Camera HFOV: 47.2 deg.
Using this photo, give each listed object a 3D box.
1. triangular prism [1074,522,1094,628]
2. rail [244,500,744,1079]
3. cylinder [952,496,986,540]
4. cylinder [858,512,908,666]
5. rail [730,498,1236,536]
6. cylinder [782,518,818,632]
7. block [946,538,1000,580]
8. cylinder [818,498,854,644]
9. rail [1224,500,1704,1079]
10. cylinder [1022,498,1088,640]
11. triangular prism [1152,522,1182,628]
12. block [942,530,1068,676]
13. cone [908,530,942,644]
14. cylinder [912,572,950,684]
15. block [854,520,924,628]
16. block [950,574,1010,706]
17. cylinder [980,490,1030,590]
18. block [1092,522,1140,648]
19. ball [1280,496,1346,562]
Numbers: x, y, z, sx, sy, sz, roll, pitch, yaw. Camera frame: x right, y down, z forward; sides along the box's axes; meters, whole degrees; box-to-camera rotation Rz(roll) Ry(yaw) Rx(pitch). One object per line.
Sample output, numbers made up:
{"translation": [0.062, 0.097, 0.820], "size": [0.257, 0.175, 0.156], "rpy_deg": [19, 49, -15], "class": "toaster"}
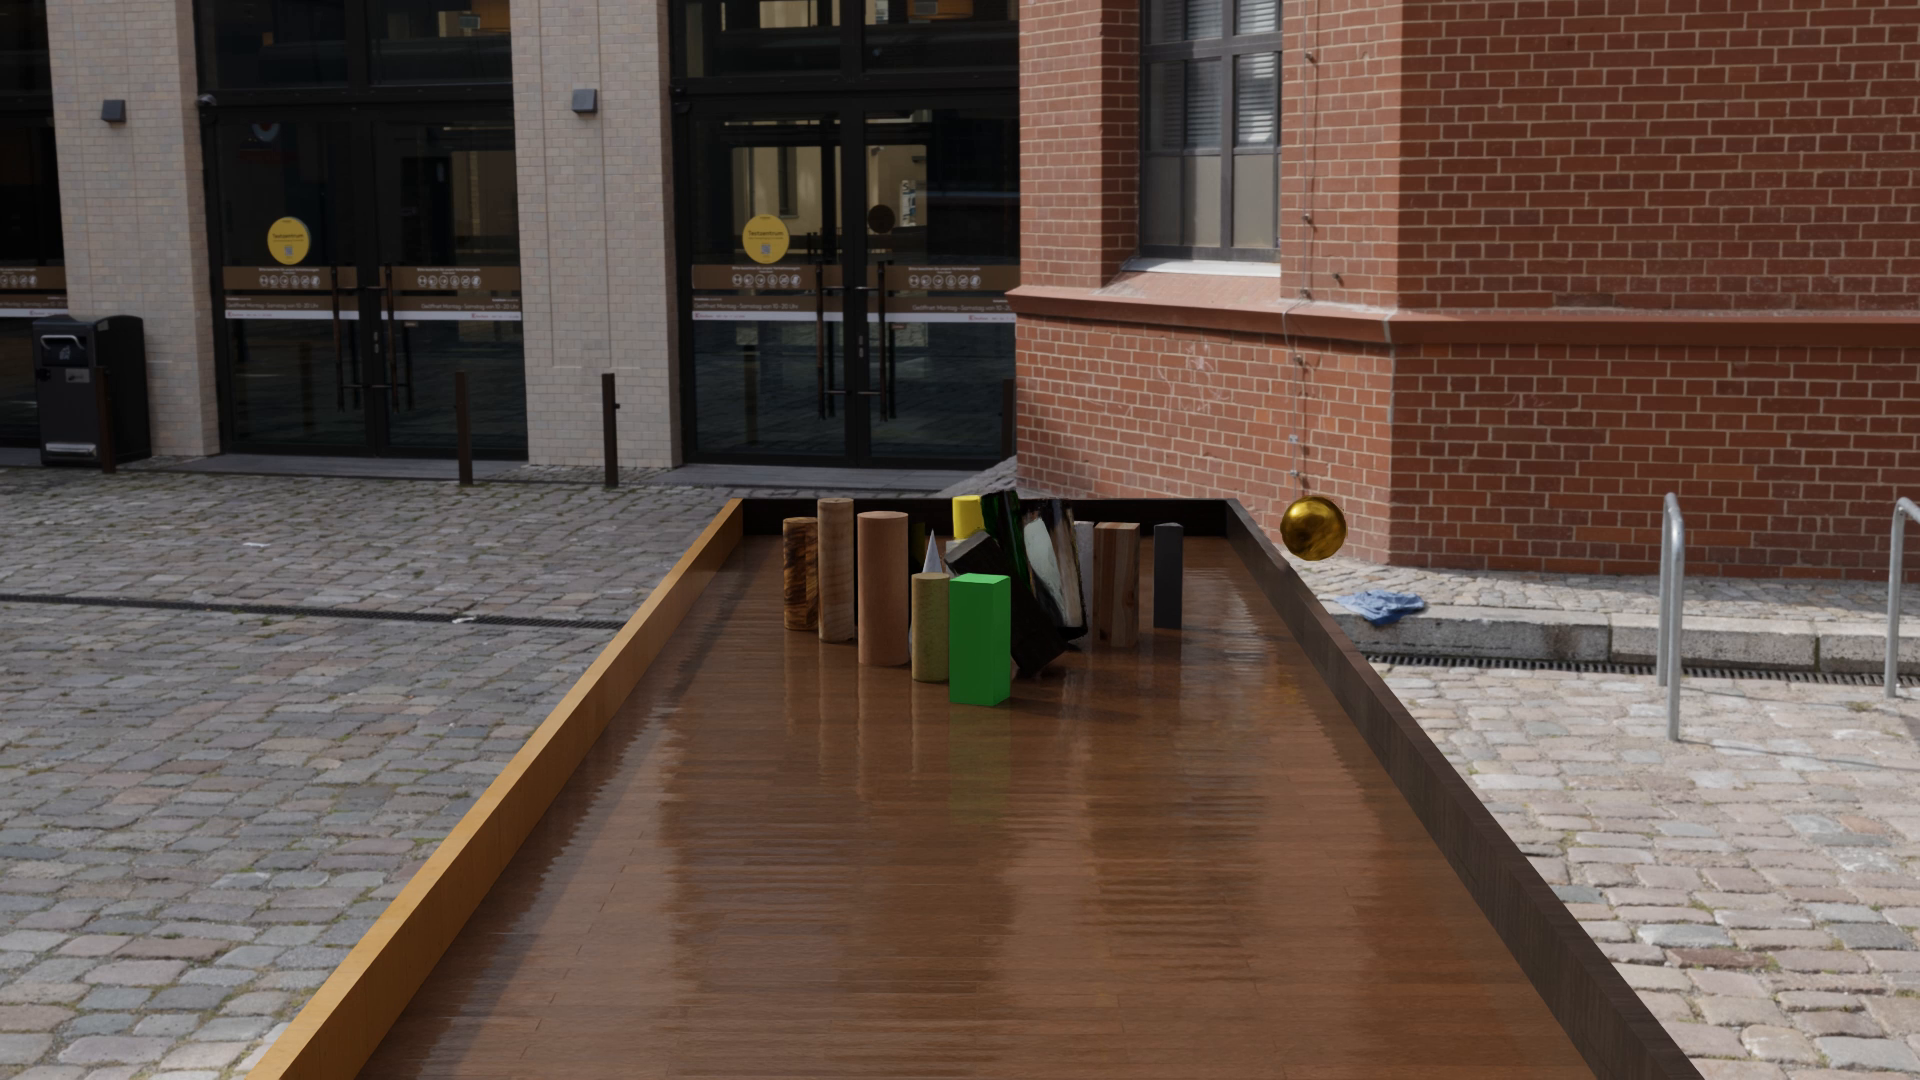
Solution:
{"translation": [0.341, 0.112, 7.191], "size": [0.144, 0.343, 0.124], "rpy_deg": [-4, 7, -41], "class": "triangular prism"}
{"translation": [-1.004, 0.839, 3.234], "size": [0.050, 0.150, 12.000], "rpy_deg": [0, 9, 1], "class": "rail"}
{"translation": [0.049, 0.072, 7.188], "size": [0.134, 0.421, 0.134], "rpy_deg": [-2, 7, 0], "class": "cylinder"}
{"translation": [-0.233, 0.146, 6.658], "size": [0.153, 0.449, 0.153], "rpy_deg": [0, 9, 0], "class": "cylinder"}
{"translation": [0.099, -0.098, 9.147], "size": [2.100, 0.150, 0.050], "rpy_deg": [0, 9, 1], "class": "rail"}
{"translation": [-0.509, 0.111, 7.175], "size": [0.132, 0.356, 0.132], "rpy_deg": [0, 9, 0], "class": "cylinder"}
{"translation": [0.044, 0.181, 6.680], "size": [0.114, 0.362, 0.114], "rpy_deg": [-6, 7, -39], "class": "block"}
{"translation": [-0.392, 0.097, 6.961], "size": [0.114, 0.450, 0.114], "rpy_deg": [0, 9, 0], "class": "cylinder"}
{"translation": [1.046, 0.843, 3.208], "size": [0.050, 0.150, 12.000], "rpy_deg": [0, 9, 1], "class": "rail"}
{"translation": [0.298, 0.096, 6.966], "size": [0.164, 0.422, 0.164], "rpy_deg": [-6, -18, -2], "class": "cylinder"}
{"translation": [0.689, 0.115, 7.204], "size": [0.094, 0.338, 0.082], "rpy_deg": [3, 9, 16], "class": "triangular prism"}
{"translation": [0.134, 0.184, 6.484], "size": [0.143, 0.415, 0.143], "rpy_deg": [-36, 12, -5], "class": "block"}
{"translation": [-0.087, 0.141, 6.965], "size": [0.164, 0.361, 0.164], "rpy_deg": [0, 9, 0], "class": "cone"}
{"translation": [-0.085, 0.255, 6.418], "size": [0.113, 0.307, 0.113], "rpy_deg": [0, 9, 0], "class": "cylinder"}
{"translation": [-0.240, 0.110, 7.216], "size": [0.178, 0.343, 0.178], "rpy_deg": [-8, 12, -40], "class": "block"}
{"translation": [0.056, 0.277, 6.158], "size": [0.132, 0.345, 0.132], "rpy_deg": [4, 10, 22], "class": "block"}
{"translation": [0.165, 0.075, 7.038], "size": [0.121, 0.454, 0.121], "rpy_deg": [-11, -7, -1], "class": "cylinder"}
{"translation": [0.493, 0.139, 6.936], "size": [0.130, 0.374, 0.130], "rpy_deg": [2, 9, 12], "class": "block"}
{"translation": [1.229, -0.040, 7.646], "size": [0.226, 0.226, 0.226], "rpy_deg": [0, 9, 0], "class": "ball"}
